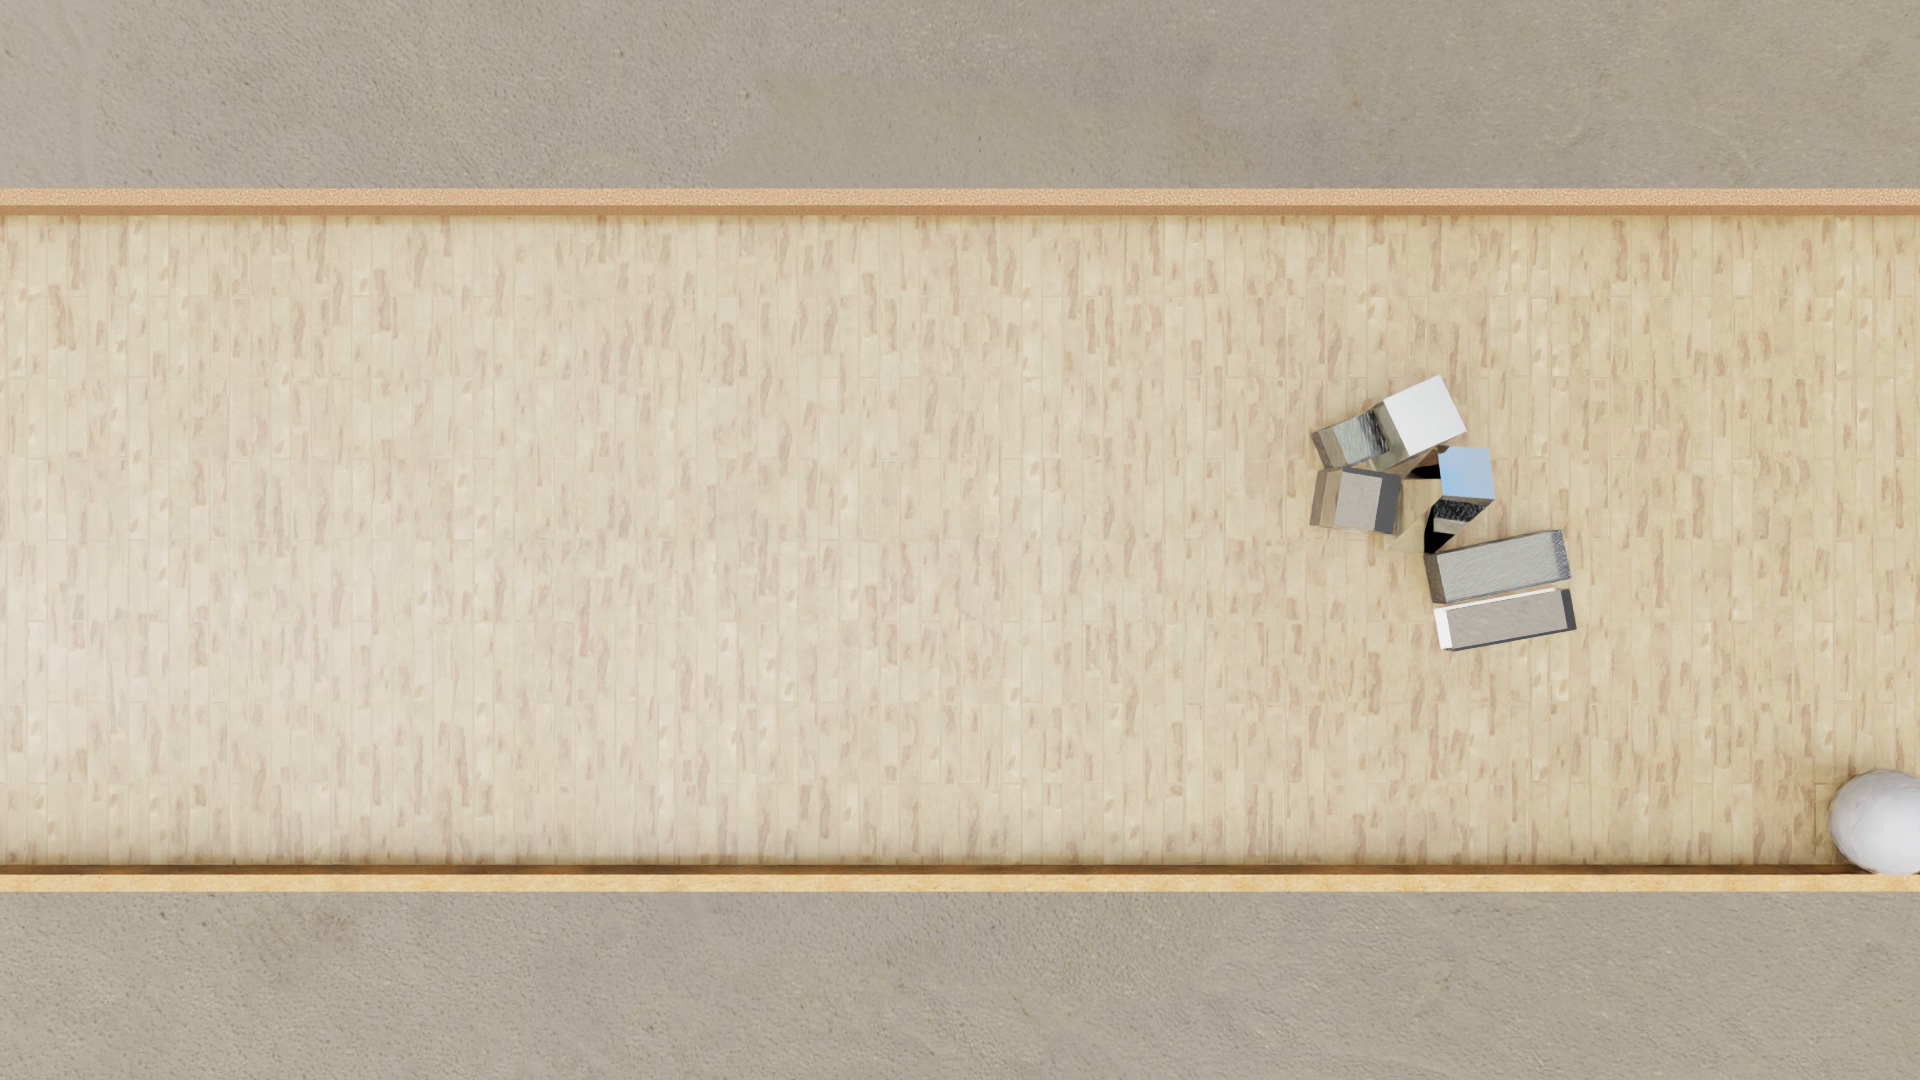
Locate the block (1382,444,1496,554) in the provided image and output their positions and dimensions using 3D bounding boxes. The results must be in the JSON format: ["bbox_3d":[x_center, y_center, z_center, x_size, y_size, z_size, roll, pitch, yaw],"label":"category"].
[{"bbox_3d":[1.397,-0.115,4.849,0.158,0.407,0.158,4,67,-9],"label":"block"}]

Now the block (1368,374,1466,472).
[{"bbox_3d":[1.313,-0.332,4.853,0.176,0.430,0.176,-24,85,-1],"label":"block"}]

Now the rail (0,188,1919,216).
[{"bbox_3d":[-2.247,-1.025,5.002,12.000,0.150,0.050,0,90,0],"label":"rail"}]

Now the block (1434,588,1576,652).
[{"bbox_3d":[1.655,0.241,5.014,0.378,0.125,0.125,-10,90,0],"label":"block"}]

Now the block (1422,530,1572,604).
[{"bbox_3d":[1.625,0.081,5.001,0.381,0.151,0.151,-12,90,0],"label":"block"}]

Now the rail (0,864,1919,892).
[{"bbox_3d":[-2.247,1.025,5.001,12.000,0.150,0.050,0,90,0],"label":"rail"}]

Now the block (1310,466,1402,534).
[{"bbox_3d":[1.172,-0.116,4.908,0.170,0.337,0.170,9,90,0],"label":"block"}]

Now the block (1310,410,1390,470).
[{"bbox_3d":[1.161,-0.292,4.924,0.127,0.305,0.127,-22,90,0],"label":"block"}]

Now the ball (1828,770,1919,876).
[{"bbox_3d":[2.767,0.843,4.919,0.314,0.314,0.314,0,90,0],"label":"ball"}]
